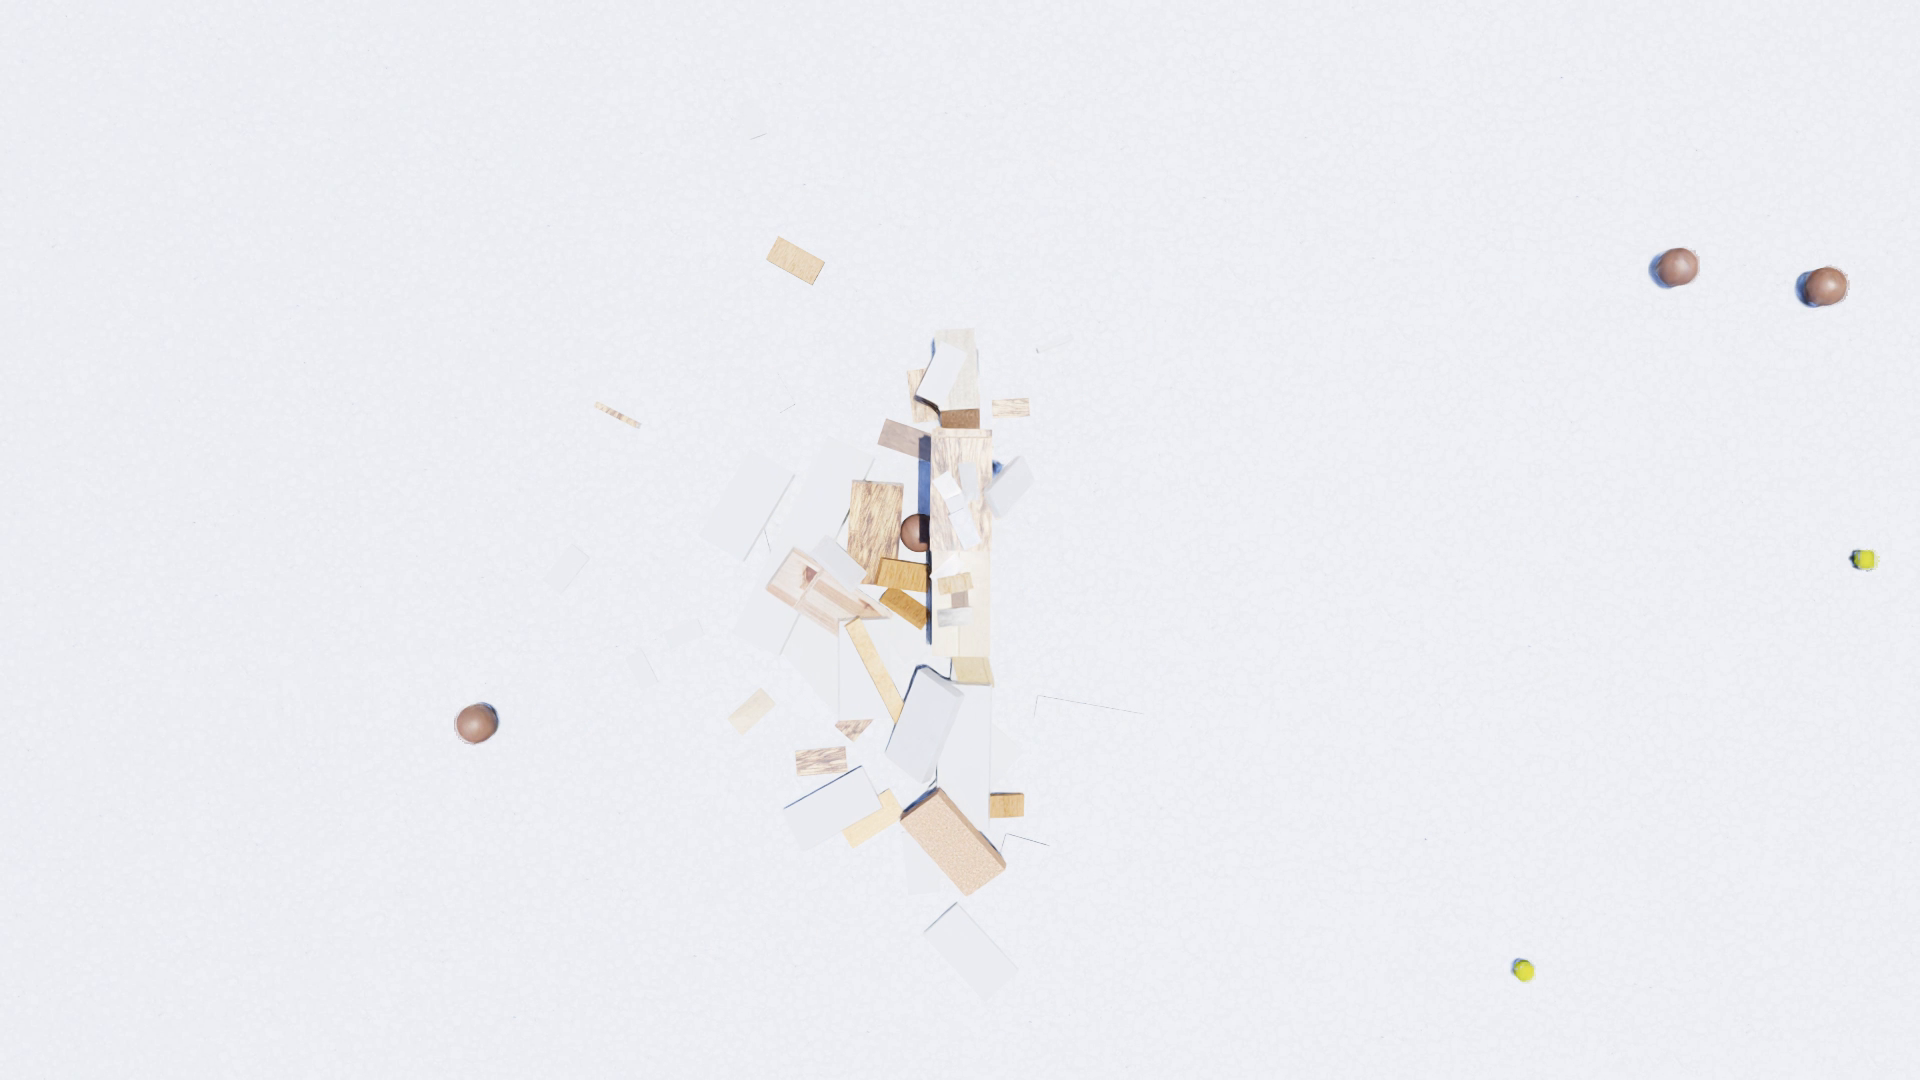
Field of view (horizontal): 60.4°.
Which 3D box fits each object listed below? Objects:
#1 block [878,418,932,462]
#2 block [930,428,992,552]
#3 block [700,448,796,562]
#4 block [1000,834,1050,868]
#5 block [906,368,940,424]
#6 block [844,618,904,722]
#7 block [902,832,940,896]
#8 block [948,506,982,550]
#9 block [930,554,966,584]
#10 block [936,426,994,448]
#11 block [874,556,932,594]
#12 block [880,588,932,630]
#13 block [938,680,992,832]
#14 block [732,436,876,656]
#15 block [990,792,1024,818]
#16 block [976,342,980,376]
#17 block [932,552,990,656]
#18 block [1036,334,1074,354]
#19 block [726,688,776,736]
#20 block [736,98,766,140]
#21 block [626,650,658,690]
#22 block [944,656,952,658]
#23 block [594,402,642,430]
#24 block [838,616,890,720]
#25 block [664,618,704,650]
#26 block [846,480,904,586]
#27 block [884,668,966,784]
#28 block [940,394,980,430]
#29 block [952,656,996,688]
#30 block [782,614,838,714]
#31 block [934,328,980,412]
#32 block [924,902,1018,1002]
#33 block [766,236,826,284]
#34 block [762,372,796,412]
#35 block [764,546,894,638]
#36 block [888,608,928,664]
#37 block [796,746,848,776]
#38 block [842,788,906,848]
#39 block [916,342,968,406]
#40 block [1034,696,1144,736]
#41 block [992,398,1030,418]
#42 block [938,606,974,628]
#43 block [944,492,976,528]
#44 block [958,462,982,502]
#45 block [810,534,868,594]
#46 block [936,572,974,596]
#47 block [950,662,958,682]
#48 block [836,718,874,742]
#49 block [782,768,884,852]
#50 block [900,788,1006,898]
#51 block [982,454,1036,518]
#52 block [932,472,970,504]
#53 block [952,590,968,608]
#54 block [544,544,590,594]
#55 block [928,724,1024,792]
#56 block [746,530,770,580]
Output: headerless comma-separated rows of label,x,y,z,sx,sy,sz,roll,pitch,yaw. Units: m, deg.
block,-0.174,-0.332,5.487,0.184,0.026,0.092,19,90,0
block,0.004,-0.142,4.718,0.174,0.049,0.348,1,89,0
block,-0.703,-0.114,5.458,0.167,0.047,0.334,30,86,4
block,0.216,1.034,5.489,0.152,0.022,0.076,16,90,0
block,-0.122,-0.480,5.488,0.088,0.025,0.176,-7,90,0
block,-0.270,0.426,5.377,0.055,0.016,0.387,-32,112,-17
block,-0.131,1.070,5.485,0.104,0.029,0.208,-7,90,0
block,0.013,-0.033,4.664,0.055,0.016,0.110,-26,102,-2
block,-0.038,0.094,5.087,0.105,0.015,0.053,-43,93,3
block,0.007,-0.275,4.941,0.174,0.390,0.049,20,90,0
block,-0.184,0.116,5.440,0.185,0.026,0.093,9,101,-26
block,-0.177,0.221,5.460,0.168,0.084,0.024,35,128,0
block,0.015,0.706,5.398,0.170,0.048,0.483,2,98,10
block,-0.514,0.019,5.447,0.171,0.048,0.724,25,87,6
block,0.137,0.881,5.464,0.152,0.022,0.076,-1,100,-12
block,-0.003,-0.585,5.373,0.127,0.254,0.036,-8,75,0
block,0.003,0.182,5.127,0.178,0.050,0.355,0,94,0
block,0.315,-0.651,5.469,0.122,0.061,0.017,-21,90,0
block,-0.693,0.572,5.489,0.152,0.022,0.076,-43,90,0
block,-0.693,-1.401,5.491,0.061,0.017,0.122,-20,90,0
block,-1.058,0.433,5.491,0.061,0.017,0.122,-27,90,0
block,0.007,0.306,5.404,0.115,0.230,0.033,1,48,0
block,-1.133,-0.413,5.462,0.152,0.076,0.022,27,90,0
block,-0.315,0.421,5.411,0.167,0.047,0.334,-2,101,-12
block,-0.918,0.312,5.491,0.122,0.017,0.061,-23,90,0
block,-0.283,-0.023,5.427,0.171,0.048,0.341,4,104,-6
block,-0.117,0.606,5.379,0.170,0.048,0.339,34,114,29
block,0.001,-0.413,5.373,0.127,0.254,0.036,-3,74,0
block,0.035,0.385,5.373,0.115,0.033,0.230,-10,115,7
block,-0.456,0.394,5.476,0.171,0.048,0.341,-41,90,0
block,-0.010,-0.540,5.228,0.127,0.036,0.254,-4,90,0
block,0.037,1.368,5.479,0.151,0.043,0.302,-43,90,0
block,-0.547,-0.929,5.488,0.176,0.025,0.088,29,90,0
block,-0.604,-0.491,5.491,0.061,0.017,0.122,-30,90,0
block,-0.427,0.200,5.396,0.398,0.047,0.167,35,90,-16
block,-0.194,0.311,5.487,0.093,0.026,0.185,-32,90,0
block,-0.461,0.736,5.488,0.168,0.024,0.084,-5,90,0
block,-0.296,0.926,5.485,0.208,0.029,0.104,-32,90,0
block,-0.057,-0.523,5.197,0.092,0.026,0.184,26,90,0
block,0.430,0.586,5.489,0.361,0.022,0.076,10,90,0
block,0.169,-0.439,5.491,0.122,0.017,0.061,-4,90,0
block,-0.014,0.237,5.083,0.110,0.016,0.055,-5,94,0
block,0.002,-0.073,4.671,0.055,0.016,0.110,-23,101,-3
block,0.027,-0.165,4.669,0.016,0.055,0.110,-10,89,44
block,-0.395,0.078,5.374,0.185,0.026,0.093,44,45,-8
block,-0.015,0.135,5.076,0.105,0.015,0.053,-12,94,1
block,0.029,0.440,5.436,0.115,0.033,0.230,5,116,0
block,-0.330,0.582,5.488,0.084,0.024,0.168,41,90,0
block,-0.420,0.892,5.459,0.302,0.043,0.151,-29,76,1
block,-0.022,0.992,5.400,0.170,0.048,0.339,-39,97,19
block,0.140,-0.154,4.726,0.184,0.026,0.092,-47,122,-36
block,-0.027,-0.136,4.685,0.055,0.016,0.110,-33,89,-1
block,0.000,0.187,5.095,0.053,0.015,0.105,-2,94,0
block,-1.309,0.095,5.489,0.076,0.022,0.152,38,90,0
block,0.053,0.764,5.479,0.151,0.043,0.301,42,90,0
block,-0.677,0.036,5.488,0.088,0.025,0.176,-16,90,0
